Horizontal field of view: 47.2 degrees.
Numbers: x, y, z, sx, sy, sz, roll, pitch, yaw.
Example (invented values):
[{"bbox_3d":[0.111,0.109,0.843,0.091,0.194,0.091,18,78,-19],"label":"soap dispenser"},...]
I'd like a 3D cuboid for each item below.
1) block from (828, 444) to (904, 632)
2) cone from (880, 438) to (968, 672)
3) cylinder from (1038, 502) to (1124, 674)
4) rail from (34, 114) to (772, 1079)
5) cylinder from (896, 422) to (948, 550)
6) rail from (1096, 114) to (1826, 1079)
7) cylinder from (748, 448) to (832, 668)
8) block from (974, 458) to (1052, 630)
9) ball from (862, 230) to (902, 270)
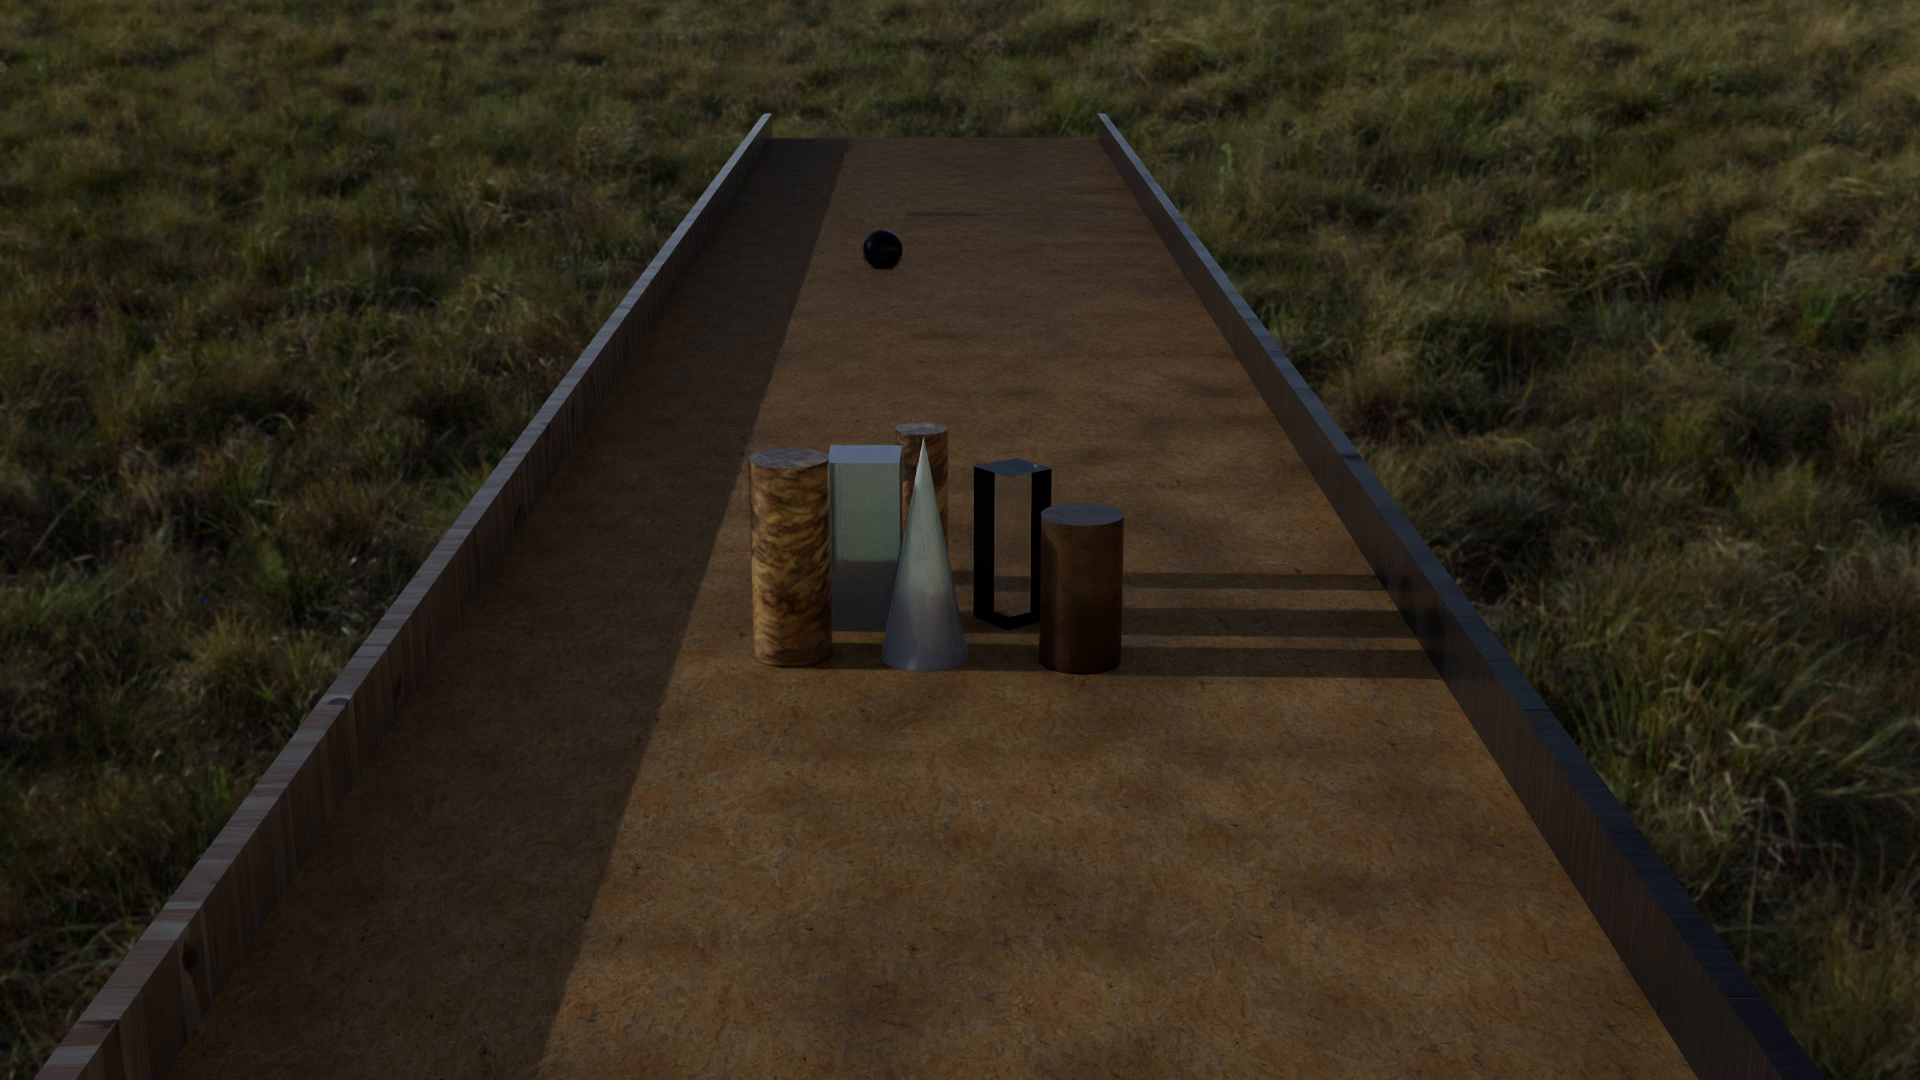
[{"bbox_3d":[-0.198,-0.005,4.606,0.150,0.362,0.150,0,17,1],"label":"block"},{"bbox_3d":[-0.071,0.015,4.373,0.178,0.458,0.178,0,17,0],"label":"cone"},{"bbox_3d":[0.241,0.096,4.370,0.165,0.305,0.165,0,17,0],"label":"cylinder"},{"bbox_3d":[-1.118,-0.838,7.780,0.050,0.150,12.000,0,17,-1],"label":"rail"},{"bbox_3d":[-0.084,-0.081,4.894,0.116,0.344,0.116,0,17,0],"label":"cylinder"},{"bbox_3d":[0.932,-0.844,7.801,0.050,0.150,12.000,0,17,-1],"label":"rail"},{"bbox_3d":[-0.337,0.036,4.386,0.159,0.411,0.159,0,17,0],"label":"cylinder"},{"bbox_3d":[0.110,0.008,4.621,0.115,0.331,0.115,-12,21,-36],"label":"block"},{"bbox_3d":[-0.313,-1.176,8.897,0.162,0.162,0.162,0,17,0],"label":"ball"}]
